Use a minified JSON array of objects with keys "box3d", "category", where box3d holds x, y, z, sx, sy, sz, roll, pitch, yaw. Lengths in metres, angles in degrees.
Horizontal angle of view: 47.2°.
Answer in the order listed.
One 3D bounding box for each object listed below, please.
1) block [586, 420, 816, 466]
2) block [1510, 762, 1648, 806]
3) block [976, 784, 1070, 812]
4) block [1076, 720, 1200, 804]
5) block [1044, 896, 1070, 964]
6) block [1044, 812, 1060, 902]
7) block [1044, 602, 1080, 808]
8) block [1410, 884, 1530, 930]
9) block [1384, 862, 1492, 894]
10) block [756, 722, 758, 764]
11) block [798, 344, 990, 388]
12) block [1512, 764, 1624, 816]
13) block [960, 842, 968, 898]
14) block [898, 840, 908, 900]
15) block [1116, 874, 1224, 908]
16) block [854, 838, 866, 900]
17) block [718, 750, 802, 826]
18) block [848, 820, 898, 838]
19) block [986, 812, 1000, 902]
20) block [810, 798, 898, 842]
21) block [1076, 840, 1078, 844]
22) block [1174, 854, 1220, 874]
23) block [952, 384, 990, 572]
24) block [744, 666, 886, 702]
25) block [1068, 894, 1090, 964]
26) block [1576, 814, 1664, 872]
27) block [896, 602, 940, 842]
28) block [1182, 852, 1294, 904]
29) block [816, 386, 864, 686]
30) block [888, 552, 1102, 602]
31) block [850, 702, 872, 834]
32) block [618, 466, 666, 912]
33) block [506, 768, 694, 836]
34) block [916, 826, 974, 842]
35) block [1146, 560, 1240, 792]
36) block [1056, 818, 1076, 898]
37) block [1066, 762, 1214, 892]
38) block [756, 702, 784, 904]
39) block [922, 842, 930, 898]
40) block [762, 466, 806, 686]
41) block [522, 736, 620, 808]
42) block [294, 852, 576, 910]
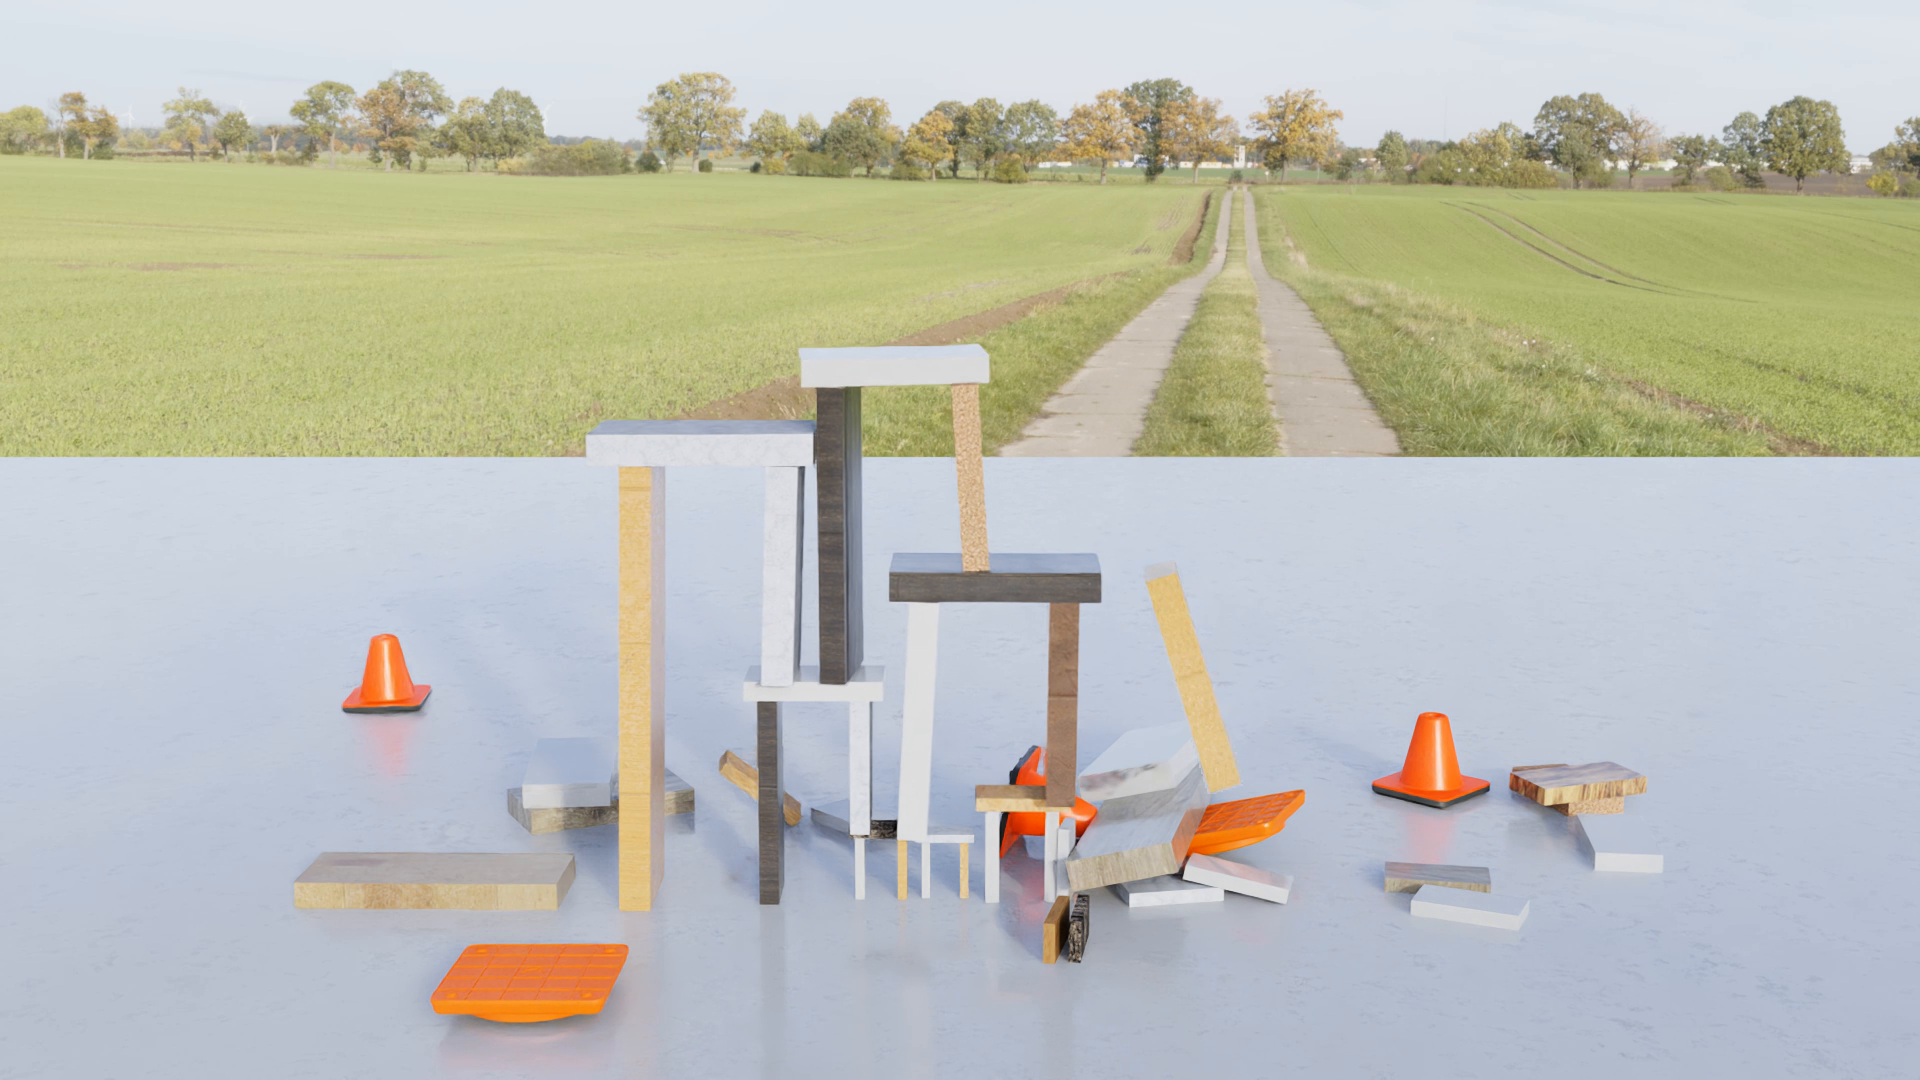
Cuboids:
[{"box3d":[-0.408,-0.157,3.536,0.355,0.050,0.177,0,11,0],"category":"block"},{"box3d":[1.160,0.456,4.129,0.225,0.032,0.113,-4,11,-20],"category":"block"},{"box3d":[0.104,0.427,3.635,0.155,0.022,0.077,1,10,0],"category":"block"},{"box3d":[0.355,0.408,4.109,0.176,0.050,0.353,-12,4,21],"category":"block"},{"box3d":[0.150,0.604,3.416,0.018,0.064,0.129,2,11,13],"category":"block"},{"box3d":[0.153,0.514,3.652,0.022,0.155,0.077,1,10,3],"category":"block"},{"box3d":[0.166,0.250,3.605,0.048,0.338,0.169,1,10,1],"category":"block"},{"box3d":[0.828,0.596,3.571,0.173,0.024,0.086,5,12,25],"category":"block"},{"box3d":[0.803,0.572,3.701,0.173,0.024,0.086,2,11,10],"category":"block"},{"box3d":[-0.380,0.421,4.342,0.024,0.086,0.172,-2,11,-13],"category":"block"},{"box3d":[-0.108,-0.279,3.515,0.296,0.042,0.148,-2,13,-6],"category":"block"},{"box3d":[1.157,0.476,4.196,0.113,0.032,0.225,-2,11,-13],"category":"block"},{"box3d":[0.007,0.543,3.663,0.014,0.095,0.048,0,11,0],"category":"block"},{"box3d":[-0.095,0.539,3.657,0.015,0.105,0.053,0,11,0],"category":"block"},{"box3d":[0.349,0.581,3.657,0.161,0.023,0.081,-2,11,-11],"category":"block"},{"box3d":[-0.165,0.539,3.657,0.015,0.105,0.053,0,11,0],"category":"block"},{"box3d":[-0.367,0.456,4.044,0.172,0.024,0.086,38,5,-11],"category":"block"},{"box3d":[-0.130,0.480,3.646,0.105,0.015,0.053,0,10,1],"category":"block"},{"box3d":[0.053,0.515,3.650,0.022,0.155,0.077,0,11,1],"category":"block"},{"box3d":[-0.186,0.512,4.022,0.086,0.024,0.172,-9,14,-41],"category":"block"},{"box3d":[0.232,0.554,3.799,0.081,0.023,0.161,1,11,5],"category":"block"},{"box3d":[0.369,0.563,3.750,0.161,0.023,0.081,-1,11,-8],"category":"block"},{"box3d":[0.016,-0.110,3.540,0.042,0.296,0.148,-4,10,0],"category":"block"},{"box3d":[-0.237,0.234,3.605,0.225,0.032,0.112,0,11,0],"category":"block"},{"box3d":[0.186,0.604,3.420,0.018,0.064,0.129,2,11,9],"category":"block"},{"box3d":[1.162,0.534,3.885,0.113,0.032,0.225,1,11,7],"category":"block"},{"box3d":[-0.067,0.278,3.612,0.048,0.394,0.169,3,10,0],"category":"block"},{"box3d":[0.464,0.562,3.659,0.173,0.024,0.086,12,9,12],"category":"block"},{"box3d":[-0.193,-0.018,3.552,0.042,0.481,0.148,2,13,9],"category":"block"},{"box3d":[0.057,0.060,3.571,0.338,0.048,0.169,0,10,1],"category":"block"},{"box3d":[-0.163,0.361,3.628,0.032,0.225,0.113,0,11,0],"category":"block"},{"box3d":[-0.521,0.229,3.607,0.050,0.732,0.177,2,11,0],"category":"block"},{"box3d":[-0.671,0.486,4.108,0.312,0.044,0.156,-5,12,-27],"category":"block"},{"box3d":[-0.025,0.489,3.653,0.095,0.014,0.048,0,11,0],"category":"block"},{"box3d":[0.377,0.216,3.576,0.050,0.353,0.176,-17,5,6],"category":"block"},{"box3d":[0.176,0.531,3.636,0.018,0.129,0.064,3,11,12],"category":"block"},{"box3d":[0.343,0.477,3.910,0.176,0.050,0.768,-13,4,14],"category":"block"},{"box3d":[-0.313,0.420,3.639,0.032,0.345,0.113,0,11,0],"category":"block"},{"box3d":[-0.057,0.543,3.663,0.014,0.095,0.048,0,11,0],"category":"block"},{"box3d":[-0.286,0.043,3.571,0.050,0.355,0.177,2,11,0],"category":"block"},{"box3d":[-0.728,0.435,4.140,0.156,0.044,0.312,-1,11,-5],"category":"block"},{"box3d":[-0.871,0.568,3.667,0.430,0.044,0.156,0,11,1],"category":"block"}]
